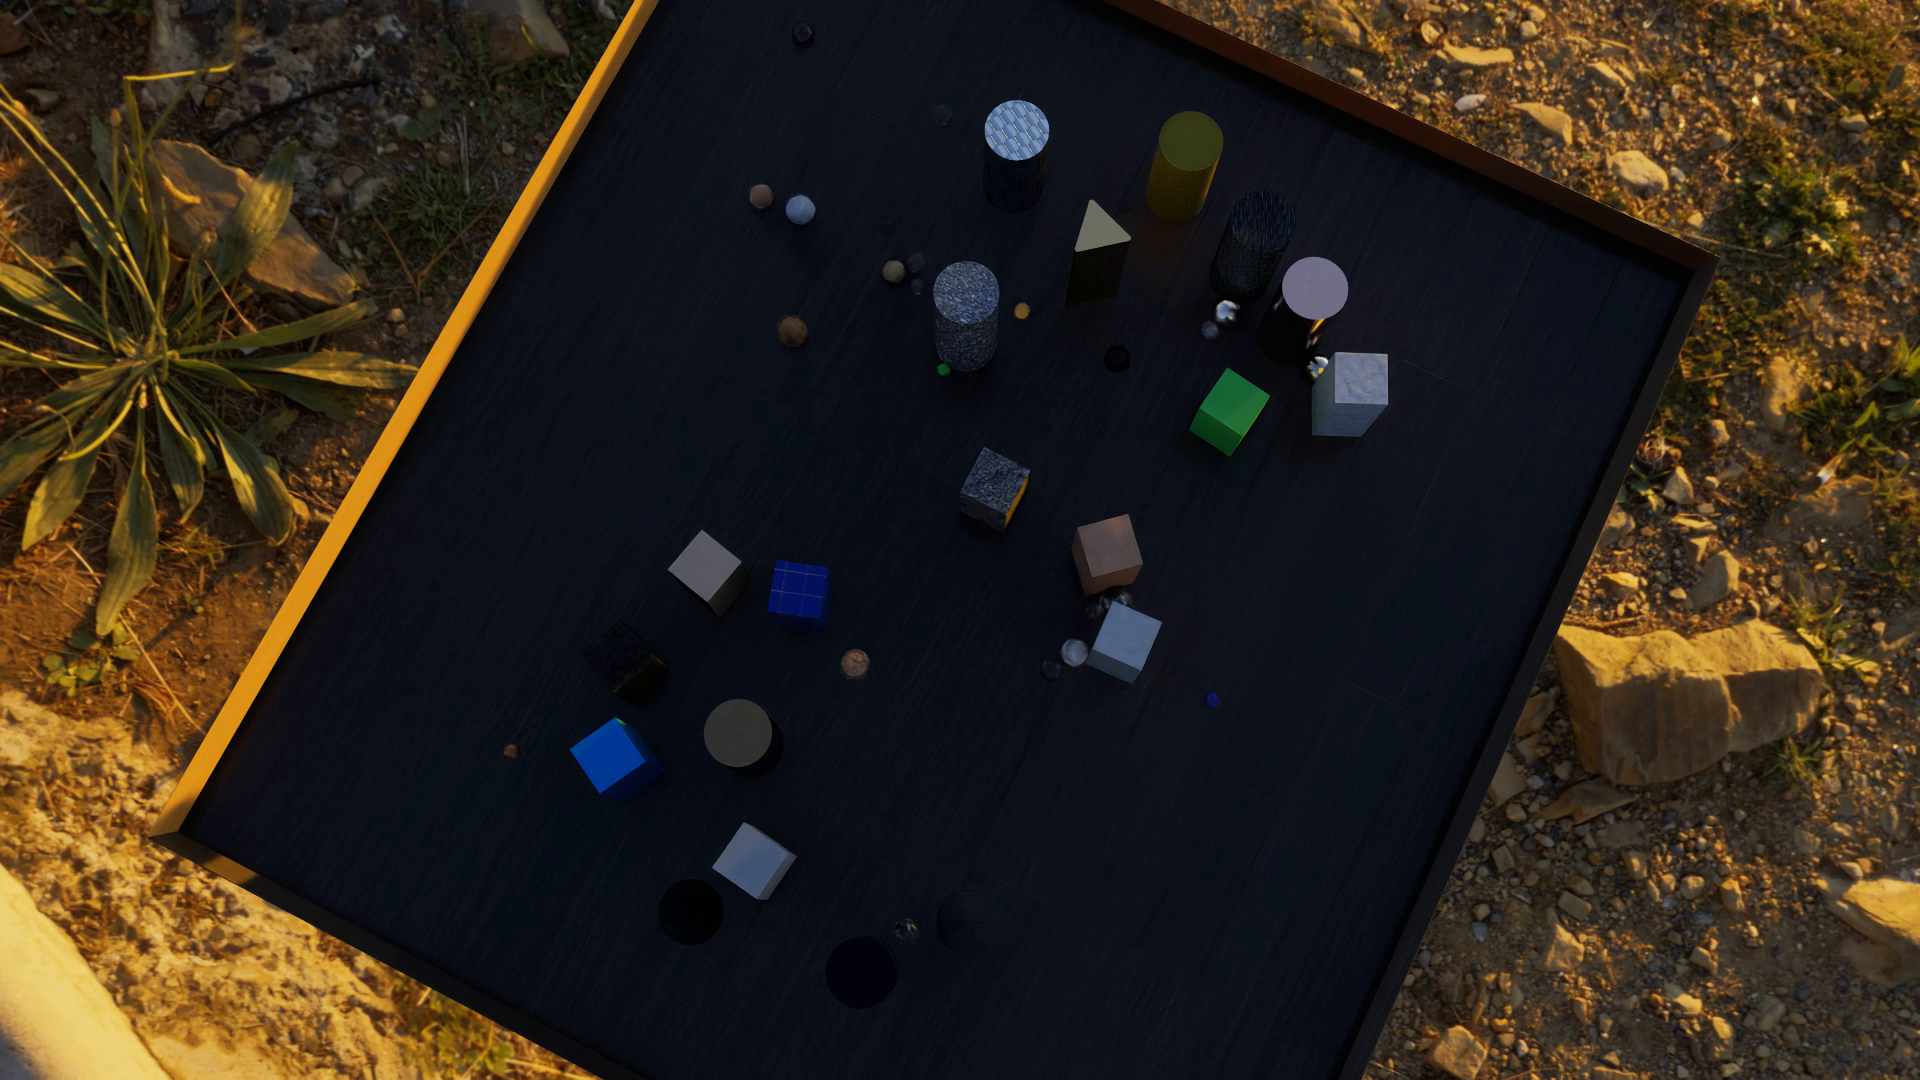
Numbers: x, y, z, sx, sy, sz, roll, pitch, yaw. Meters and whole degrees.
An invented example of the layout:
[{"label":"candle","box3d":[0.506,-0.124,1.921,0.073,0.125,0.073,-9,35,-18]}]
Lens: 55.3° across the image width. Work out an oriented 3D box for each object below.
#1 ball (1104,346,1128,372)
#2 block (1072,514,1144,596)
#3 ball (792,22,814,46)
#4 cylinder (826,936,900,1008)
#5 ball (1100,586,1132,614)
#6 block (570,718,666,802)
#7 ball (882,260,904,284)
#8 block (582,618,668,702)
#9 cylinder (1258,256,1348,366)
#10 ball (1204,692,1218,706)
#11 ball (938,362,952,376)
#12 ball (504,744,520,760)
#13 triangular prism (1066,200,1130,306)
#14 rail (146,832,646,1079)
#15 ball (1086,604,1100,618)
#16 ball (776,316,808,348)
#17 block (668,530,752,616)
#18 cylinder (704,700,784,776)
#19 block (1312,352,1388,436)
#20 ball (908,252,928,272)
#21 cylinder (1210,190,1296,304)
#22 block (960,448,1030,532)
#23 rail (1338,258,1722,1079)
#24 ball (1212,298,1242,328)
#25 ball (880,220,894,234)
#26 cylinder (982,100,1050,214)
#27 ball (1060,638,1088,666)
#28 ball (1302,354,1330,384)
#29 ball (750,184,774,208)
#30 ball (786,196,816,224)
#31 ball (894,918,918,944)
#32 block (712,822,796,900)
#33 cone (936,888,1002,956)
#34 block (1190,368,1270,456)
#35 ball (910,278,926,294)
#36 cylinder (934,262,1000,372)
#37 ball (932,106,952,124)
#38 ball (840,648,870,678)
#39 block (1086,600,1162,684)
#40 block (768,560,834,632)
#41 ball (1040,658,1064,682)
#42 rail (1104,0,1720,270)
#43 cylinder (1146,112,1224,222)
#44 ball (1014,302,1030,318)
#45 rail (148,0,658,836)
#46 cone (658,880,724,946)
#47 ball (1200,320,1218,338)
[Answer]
[{"label":"ball","box3d":[0.485,-0.561,5.692,0.079,0.079,0.079,0,78,0]},{"label":"block","box3d":[0.434,0.048,5.447,0.153,0.312,0.153,-15,79,-3]},{"label":"ball","box3d":[-0.506,-1.632,5.916,0.074,0.074,0.074,0,78,0]},{"label":"cylinder","box3d":[-0.271,1.215,5.171,0.192,0.381,0.192,0,78,0]},{"label":"ball","box3d":[0.469,0.187,5.529,0.096,0.096,0.096,0,78,0]},{"label":"block","box3d":[-0.986,0.639,5.300,0.153,0.361,0.153,-35,80,-7]},{"label":"ball","box3d":[-0.209,-0.843,5.754,0.072,0.072,0.072,0,78,0]},{"label":"block","box3d":[-0.988,0.360,5.412,0.153,0.254,0.153,-41,81,-8]},{"label":"cylinder","box3d":[1.027,-0.682,5.524,0.192,0.458,0.192,0,78,0]},{"label":"ball","box3d":[0.754,0.477,5.495,0.045,0.045,0.045,0,78,0]},{"label":"ball","box3d":[-0.048,-0.531,5.705,0.041,0.041,0.041,0,78,0]},{"label":"ball","box3d":[-1.333,0.631,5.462,0.047,0.047,0.047,0,78,0]},{"label":"triangular prism","box3d":[0.398,-0.874,5.553,0.166,0.479,0.144,-13,79,-3]},{"label":"rail","box3d":[-0.816,1.604,5.220,3.425,0.125,0.045,26,80,5]},{"label":"ball","box3d":[0.405,0.213,5.550,0.043,0.043,0.043,0,78,0]},{"label":"ball","box3d":[-0.521,-0.647,5.701,0.096,0.096,0.096,0,78,0]},{"label":"block","box3d":[-0.742,0.102,5.456,0.153,0.273,0.153,38,81,7]},{"label":"cylinder","box3d":[-0.623,0.577,5.316,0.192,0.355,0.192,0,78,0]},{"label":"block","box3d":[1.170,-0.435,5.521,0.153,0.362,0.153,2,78,0]},{"label":"ball","box3d":[-0.134,-0.872,5.765,0.063,0.063,0.063,0,78,0]},{"label":"cylinder","box3d":[0.884,-0.882,5.564,0.192,0.461,0.192,0,78,0]},{"label":"block","box3d":[0.104,-0.148,5.516,0.153,0.257,0.153,27,80,5]},{"label":"rail","box3d":[1.511,0.746,5.397,0.045,0.125,3.695,26,80,5]},{"label":"ball","box3d":[0.831,-0.710,5.717,0.091,0.091,0.091,0,78,0]},{"label":"ball","box3d":[-0.231,-0.992,5.798,0.047,0.047,0.047,0,78,0]},{"label":"cylinder","box3d":[0.169,-1.175,5.647,0.192,0.416,0.192,0,78,0]},{"label":"ball","box3d":[0.345,0.337,5.504,0.084,0.084,0.084,0,78,0]},{"label":"ball","box3d":[1.109,-0.530,5.678,0.094,0.094,0.094,0,78,0]},{"label":"ball","box3d":[-0.629,-1.088,5.802,0.077,0.077,0.077,0,78,0]},{"label":"ball","box3d":[-0.503,-1.042,5.785,0.092,0.092,0.092,0,78,0]},{"label":"ball","box3d":[-0.157,1.140,5.344,0.072,0.072,0.072,0,78,0]},{"label":"block","box3d":[-0.588,0.927,5.278,0.153,0.288,0.153,34,80,7]},{"label":"cone","box3d":[0.025,1.081,5.187,0.192,0.403,0.192,0,78,0]},{"label":"block","box3d":[0.817,-0.386,5.570,0.153,0.247,0.153,34,80,7]},{"label":"ball","box3d":[-0.132,-0.797,5.758,0.046,0.046,0.046,0,78,0]},{"label":"cylinder","box3d":[0.018,-0.667,5.517,0.192,0.466,0.192,0,78,0]},{"label":"ball","box3d":[-0.058,-1.361,5.868,0.059,0.059,0.059,0,78,0]},{"label":"ball","box3d":[-0.314,0.370,5.496,0.086,0.086,0.086,0,78,0]},{"label":"block","box3d":[0.479,0.305,5.398,0.153,0.304,0.153,24,79,5]},{"label":"block","box3d":[-0.472,0.169,5.452,0.153,0.255,0.153,8,78,2]},{"label":"ball","box3d":[0.274,0.390,5.499,0.073,0.073,0.073,0,78,0]},{"label":"rail","box3d":[0.816,-1.591,5.881,3.425,0.125,0.045,26,80,5]},{"label":"cylinder","box3d":[0.687,-1.143,5.643,0.192,0.411,0.192,0,78,0]},{"label":"ball","box3d":[0.195,-0.719,5.740,0.050,0.050,0.050,0,78,0]},{"label":"rail","box3d":[-1.511,-0.733,5.704,0.045,0.125,3.695,26,80,5]},{"label":"cone","box3d":[-0.791,1.053,5.191,0.192,0.406,0.192,0,78,0]},{"label":"ball","box3d":[0.780,-0.659,5.726,0.054,0.054,0.054,0,78,0]}]
